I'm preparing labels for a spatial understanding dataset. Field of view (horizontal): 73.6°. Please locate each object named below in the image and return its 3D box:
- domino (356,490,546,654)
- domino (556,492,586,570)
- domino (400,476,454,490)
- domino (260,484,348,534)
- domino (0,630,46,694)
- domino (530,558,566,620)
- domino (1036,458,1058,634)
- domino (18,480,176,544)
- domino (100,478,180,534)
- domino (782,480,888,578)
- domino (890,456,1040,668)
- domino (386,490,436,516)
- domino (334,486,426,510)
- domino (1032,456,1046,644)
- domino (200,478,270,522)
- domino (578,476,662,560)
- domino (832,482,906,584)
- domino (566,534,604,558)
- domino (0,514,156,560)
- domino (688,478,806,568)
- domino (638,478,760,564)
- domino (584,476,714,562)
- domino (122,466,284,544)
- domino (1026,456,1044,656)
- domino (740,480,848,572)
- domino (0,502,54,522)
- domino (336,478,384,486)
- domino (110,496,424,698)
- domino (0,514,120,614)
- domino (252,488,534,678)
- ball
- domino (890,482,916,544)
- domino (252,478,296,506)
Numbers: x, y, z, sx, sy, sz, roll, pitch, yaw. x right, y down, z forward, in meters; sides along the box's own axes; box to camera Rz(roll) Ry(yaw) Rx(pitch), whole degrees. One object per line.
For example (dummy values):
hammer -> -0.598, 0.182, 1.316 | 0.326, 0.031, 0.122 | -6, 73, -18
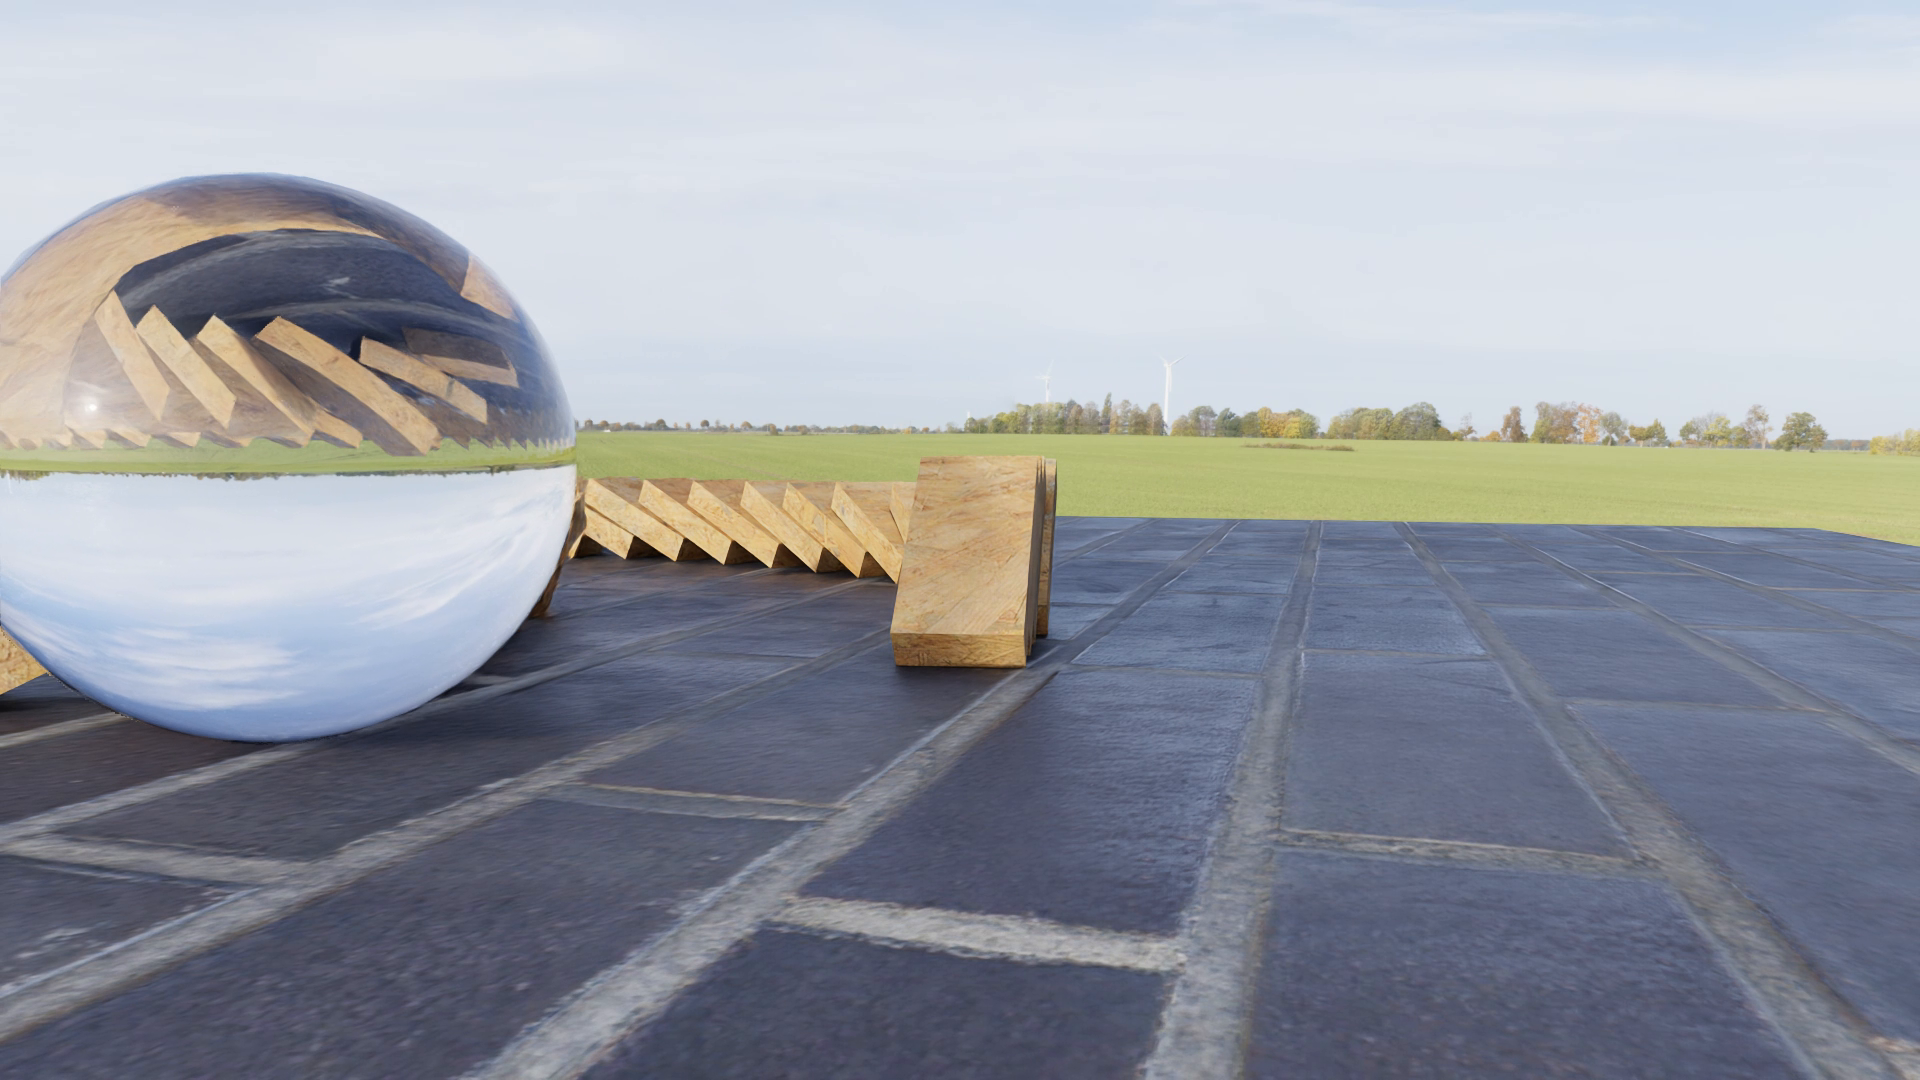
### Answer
domino -> -0.113, 0.006, 0.280 | 0.025, 0.009, 0.050 | 1, 32, 8
domino -> -0.110, 0.004, 0.305 | 0.025, 0.010, 0.050 | 5, 30, 3
domino -> -0.187, -0.009, 0.492 | 0.050, 0.010, 0.025 | 25, 4, -1
domino -> -0.177, -0.001, 0.373 | 0.050, 0.009, 0.025 | 31, 17, 26
domino -> -0.145, 0.011, 0.219 | 0.050, 0.010, 0.025 | -31, 19, -23
domino -> -0.115, 0.002, 0.329 | 0.025, 0.010, 0.050 | 4, 31, -8
domino -> 0.009, 0.000, 0.303 | 0.025, 0.009, 0.050 | 1, 43, 7
domino -> -0.297, -0.006, 0.447 | 0.050, 0.009, 0.025 | 27, -11, -31
domino -> -0.278, -0.007, 0.462 | 0.050, 0.010, 0.025 | 25, -6, -22
domino -> -0.036, -0.004, 0.430 | 0.025, 0.009, 0.050 | -4, 30, -39
domino -> 0.002, 0.003, 0.259 | 0.025, 0.010, 0.050 | 1, 45, 7
domino -> -0.135, 0.002, 0.346 | 0.025, 0.010, 0.050 | -4, 30, -40
domino -> -0.154, 0.000, 0.363 | 0.050, 0.010, 0.025 | 35, 24, 34
domino -> 0.006, 0.001, 0.288 | 0.025, 0.010, 0.050 | 1, 45, 7
domino -> -0.256, -0.008, 0.474 | 0.050, 0.010, 0.025 | 25, -3, -16
domino -> -0.137, -0.009, 0.492 | 0.050, 0.009, 0.025 | 29, 15, 20
domino -> -0.019, -0.003, 0.413 | 0.025, 0.010, 0.050 | -3, 30, -31
domino -> -0.163, -0.009, 0.493 | 0.050, 0.010, 0.025 | 26, 8, 6
domino -> -0.227, 0.004, 0.344 | 0.050, 0.010, 0.025 | 14, -10, -25
domino -> -0.072, -0.007, 0.461 | 0.050, 0.010, 0.025 | 33, 24, 34
domino -> -0.093, -0.008, 0.474 | 0.050, 0.009, 0.025 | 32, 21, 30
domino -> -0.115, -0.009, 0.484 | 0.050, 0.010, 0.025 | 30, 17, 24
domino -> -0.202, -0.002, 0.357 | 0.050, 0.009, 0.025 | 35, -5, -14
domino -> 0.004, 0.002, 0.274 | 0.025, 0.009, 0.050 | 1, 45, 7
domino -> -0.052, -0.006, 0.447 | 0.025, 0.010, 0.050 | -4, 30, -42
domino -> -0.312, -0.004, 0.426 | 0.025, 0.009, 0.050 | 4, -19, 42
domino -> -0.210, -0.009, 0.489 | 0.050, 0.010, 0.025 | 24, 3, -4
domino -> -0.127, 0.009, 0.235 | 0.050, 0.009, 0.025 | -35, 27, -31
domino -> -0.167, 0.012, 0.207 | 0.050, 0.009, 0.025 | -29, 14, -18
domino -> -0.113, 0.007, 0.254 | 0.025, 0.009, 0.050 | 8, 36, 41
ball -> -0.096, -0.011, 0.184 | 0.080, 0.080, 0.080 | 0, 4, 0
domino -> -0.004, -0.002, 0.392 | 0.025, 0.009, 0.050 | -1, 30, -16
domino -> -0.234, -0.008, 0.481 | 0.050, 0.010, 0.025 | 25, -1, -13
